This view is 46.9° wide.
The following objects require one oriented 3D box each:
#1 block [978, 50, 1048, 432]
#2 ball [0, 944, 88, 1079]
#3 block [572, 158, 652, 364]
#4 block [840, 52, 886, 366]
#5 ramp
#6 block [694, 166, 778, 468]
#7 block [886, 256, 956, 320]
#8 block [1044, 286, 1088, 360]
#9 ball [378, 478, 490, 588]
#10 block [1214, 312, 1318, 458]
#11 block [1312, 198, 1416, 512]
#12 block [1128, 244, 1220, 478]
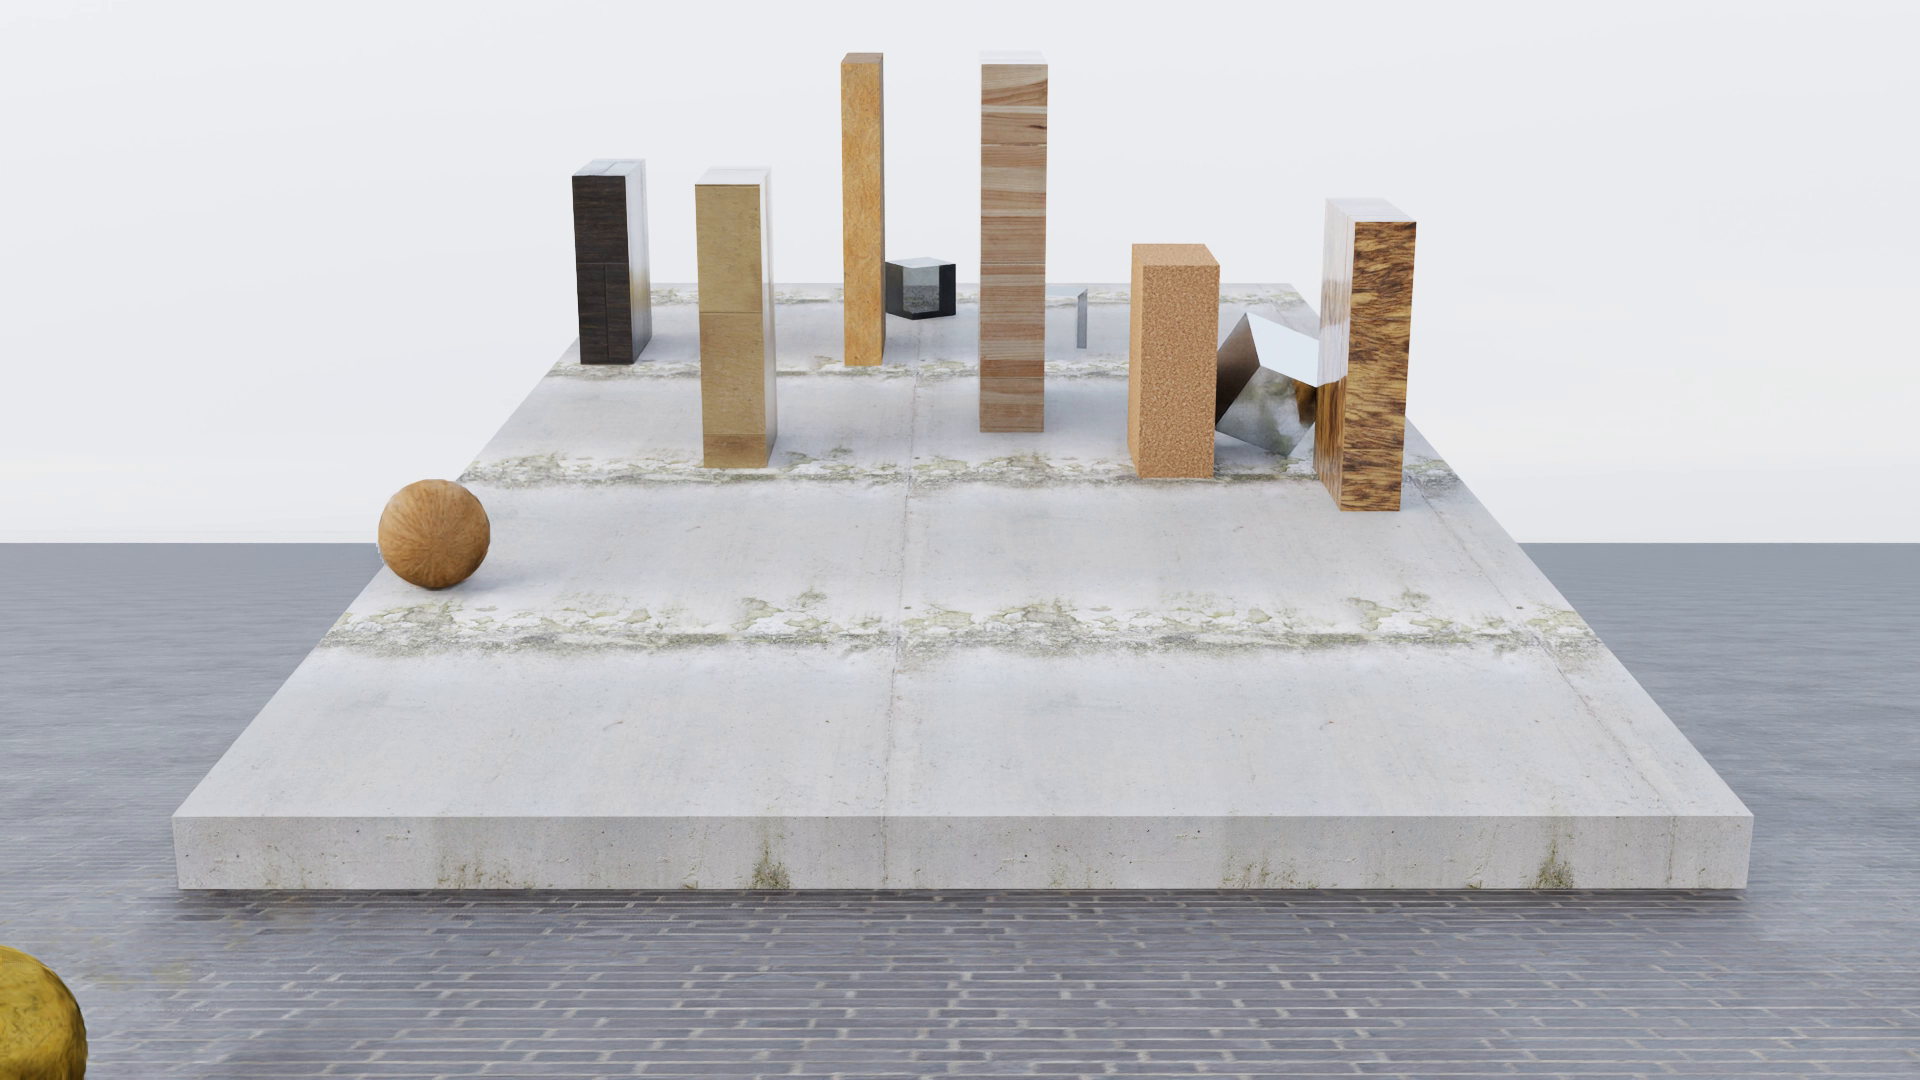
[{"bbox_3d":[0.112,-0.668,4.882,0.138,0.782,0.426,0,16,0],"label":"block"},{"bbox_3d":[-0.701,0.365,1.554,0.164,0.164,0.164,0,0,0],"label":"ball"},{"bbox_3d":[-0.874,-0.708,5.583,0.130,0.465,0.366,0,16,0],"label":"block"},{"bbox_3d":[-0.240,-0.836,5.544,0.091,0.733,0.376,0,16,0],"label":"block"},{"bbox_3d":[-0.002,-0.163,4.728,2.000,0.100,4.000,0,16,0],"label":"ramp"},{"bbox_3d":[-0.456,-0.463,4.551,0.127,0.574,0.303,0,16,0],"label":"block"},{"bbox_3d":[-0.110,-0.697,6.123,0.143,0.143,0.143,-11,19,-32],"label":"block"},{"bbox_3d":[0.229,-0.551,5.596,0.158,0.158,0.158,4,17,13],"label":"block"},{"bbox_3d":[-0.878,-0.011,3.695,0.184,0.184,0.184,0,0,0],"label":"ball"},{"bbox_3d":[0.632,-0.320,4.558,0.182,0.182,0.182,19,38,-20],"label":"block"},{"bbox_3d":[0.775,-0.364,4.262,0.112,0.547,0.333,0,16,0],"label":"block"},{"bbox_3d":[0.430,-0.369,4.493,0.150,0.427,0.284,0,16,0],"label":"block"}]
